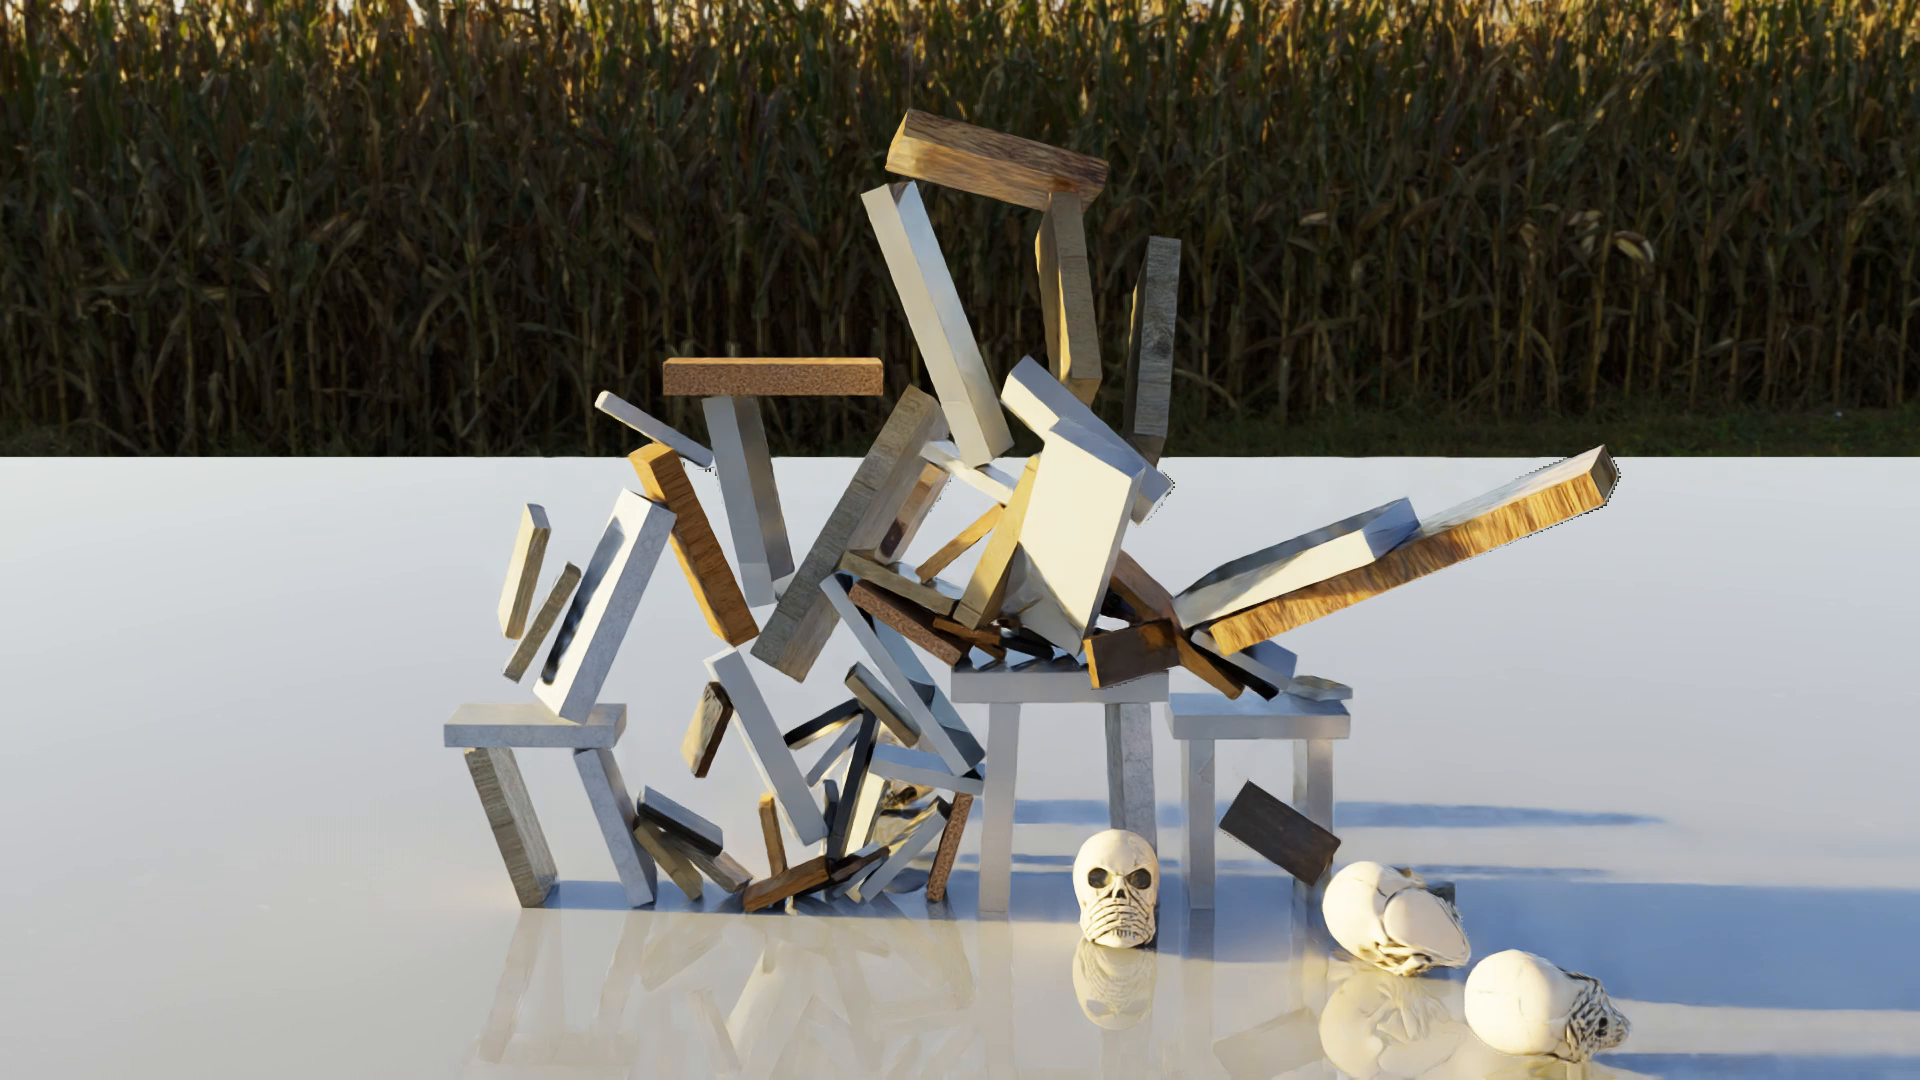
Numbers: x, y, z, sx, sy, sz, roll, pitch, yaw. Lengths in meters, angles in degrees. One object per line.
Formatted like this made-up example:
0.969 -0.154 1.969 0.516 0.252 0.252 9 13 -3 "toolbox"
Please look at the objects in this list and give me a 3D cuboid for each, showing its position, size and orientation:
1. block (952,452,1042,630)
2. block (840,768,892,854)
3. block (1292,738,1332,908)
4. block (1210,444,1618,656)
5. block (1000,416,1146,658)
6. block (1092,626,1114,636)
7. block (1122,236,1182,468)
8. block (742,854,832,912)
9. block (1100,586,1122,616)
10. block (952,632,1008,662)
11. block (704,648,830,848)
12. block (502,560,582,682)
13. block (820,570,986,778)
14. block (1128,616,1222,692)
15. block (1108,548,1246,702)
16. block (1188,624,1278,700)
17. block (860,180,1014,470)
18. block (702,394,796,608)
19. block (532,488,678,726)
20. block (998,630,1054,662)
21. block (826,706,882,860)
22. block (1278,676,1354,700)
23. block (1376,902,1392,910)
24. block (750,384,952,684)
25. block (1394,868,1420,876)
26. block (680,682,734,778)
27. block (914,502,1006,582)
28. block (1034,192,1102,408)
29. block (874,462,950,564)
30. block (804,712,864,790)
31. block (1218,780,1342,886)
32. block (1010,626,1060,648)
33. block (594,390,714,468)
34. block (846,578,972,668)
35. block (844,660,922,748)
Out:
0.094 -0.004 3.530 0.042 0.298 0.149 31 18 15 "block"
-0.179 0.472 3.850 0.075 0.149 0.021 24 11 28 "block"
0.584 0.449 3.646 0.040 0.285 0.143 -1 11 -1 "block"
0.687 0.019 3.355 0.627 0.051 0.179 -25 4 27 "block"
0.171 0.001 3.417 0.149 0.410 0.042 31 48 17 "block"
0.254 0.159 3.631 0.115 0.016 0.058 17 2 9 "block"
0.302 -0.283 3.506 0.051 0.358 0.179 7 -25 -1 "block"
-0.283 0.563 3.605 0.146 0.021 0.073 -23 10 3 "block"
0.185 0.071 3.575 0.155 0.022 0.077 26 22 12 "block"
0.026 0.160 3.597 0.109 0.015 0.054 30 9 -4 "block"
-0.327 0.346 3.709 0.048 0.342 0.171 -27 4 -11 "block"
-0.691 0.134 3.640 0.029 0.202 0.101 31 1 -12 "block"
-0.093 0.214 3.619 0.029 0.390 0.104 -36 -2 17 "block"
0.361 0.180 3.610 0.188 0.016 0.058 33 28 -5 "block"
0.330 0.116 3.578 0.022 0.359 0.077 -44 7 33 "block"
0.450 0.183 3.594 0.171 0.024 0.086 35 35 -15 "block"
-0.033 -0.350 3.543 0.047 0.463 0.165 -19 6 17 "block"
-0.351 -0.075 3.694 0.050 0.353 0.176 -11 6 9 "block"
-0.583 0.106 3.600 0.048 0.371 0.171 24 -1 -26 "block"
0.098 0.170 3.600 0.109 0.015 0.054 17 9 -10 "block"
-0.174 0.402 3.643 0.022 0.253 0.076 15 -5 6 "block"
0.593 0.247 3.668 0.067 0.019 0.135 -2 5 -20 "block"
0.681 0.589 3.576 0.104 0.015 0.052 9 -13 39 "block"
-0.179 -0.007 3.739 0.050 0.523 0.176 29 -5 16 "block"
0.730 0.565 3.590 0.015 0.052 0.104 -1 -4 -4 "block"
-0.424 0.317 3.676 0.021 0.146 0.073 6 31 -35 "block"
0.011 -0.002 3.571 0.181 0.026 0.090 -39 -1 16 "block"
0.171 -0.369 3.503 0.047 0.329 0.165 -2 -22 -8 "block"
-0.075 -0.046 3.606 0.026 0.181 0.090 33 11 9 "block"
-0.208 0.358 3.727 0.021 0.149 0.075 40 -4 6 "block"
0.497 0.456 3.418 0.171 0.086 0.024 33 -2 11 "block"
0.141 0.162 3.612 0.110 0.016 0.055 17 -1 -13 "block"
-0.506 -0.183 3.641 0.203 0.029 0.101 30 -4 -16 "block"
-0.078 0.129 3.592 0.208 0.029 0.104 33 15 6 "block"
-0.125 0.269 3.607 0.022 0.153 0.076 -42 8 13 "block"
